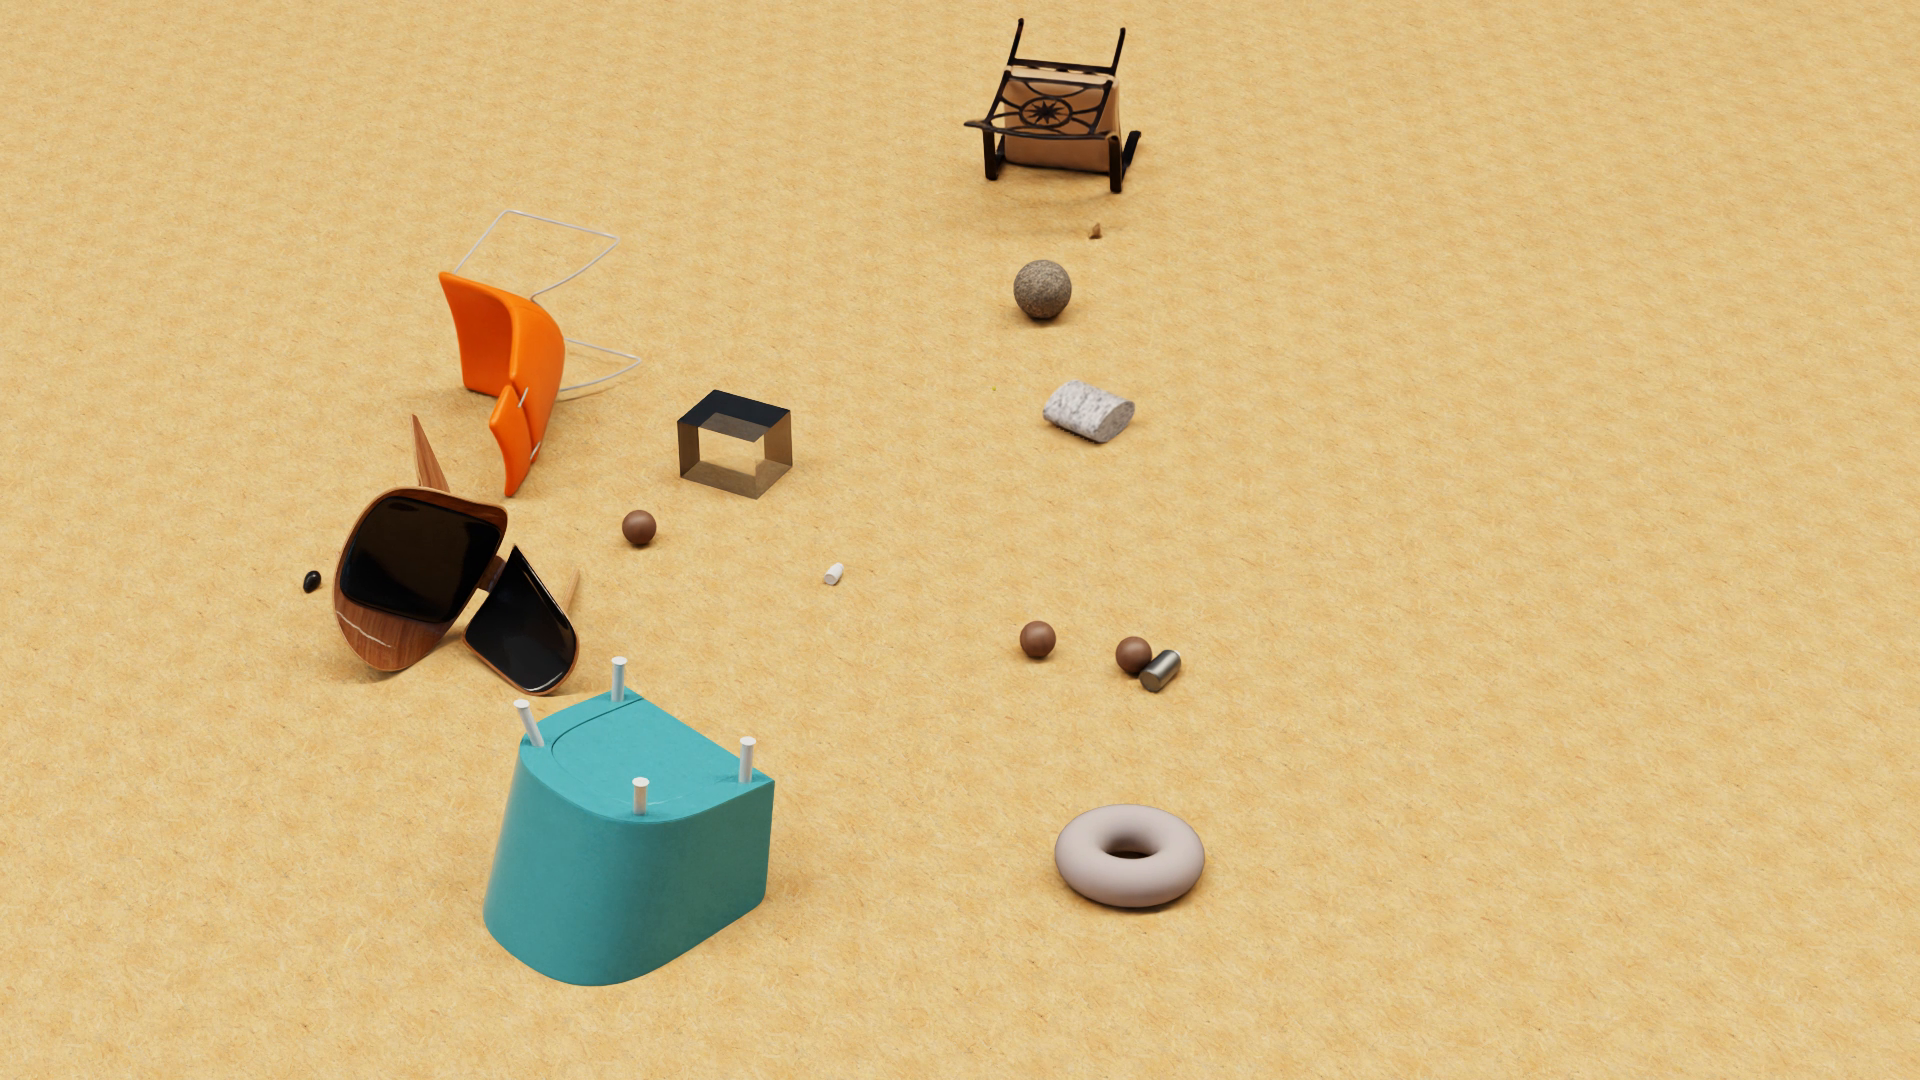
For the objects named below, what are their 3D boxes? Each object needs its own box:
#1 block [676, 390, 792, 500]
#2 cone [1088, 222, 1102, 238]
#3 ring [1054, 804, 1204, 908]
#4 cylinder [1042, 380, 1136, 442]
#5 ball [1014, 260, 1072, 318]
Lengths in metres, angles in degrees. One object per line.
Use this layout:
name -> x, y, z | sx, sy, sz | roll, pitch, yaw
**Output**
block -> -0.864, -0.369, 11.272 | 0.343, 0.256, 0.272 | 16, 37, 23
cone -> 0.610, -1.357, 12.977 | 0.047, 0.076, 0.084 | 38, 48, -14
ring -> 0.537, 0.998, 9.286 | 0.478, 0.163, 0.404 | 3, 35, 6
cylinder -> 0.511, -0.512, 11.593 | 0.263, 0.140, 0.261 | 24, 44, 32
ball -> 0.348, -1.055, 12.321 | 0.248, 0.248, 0.248 | 0, 33, 0
